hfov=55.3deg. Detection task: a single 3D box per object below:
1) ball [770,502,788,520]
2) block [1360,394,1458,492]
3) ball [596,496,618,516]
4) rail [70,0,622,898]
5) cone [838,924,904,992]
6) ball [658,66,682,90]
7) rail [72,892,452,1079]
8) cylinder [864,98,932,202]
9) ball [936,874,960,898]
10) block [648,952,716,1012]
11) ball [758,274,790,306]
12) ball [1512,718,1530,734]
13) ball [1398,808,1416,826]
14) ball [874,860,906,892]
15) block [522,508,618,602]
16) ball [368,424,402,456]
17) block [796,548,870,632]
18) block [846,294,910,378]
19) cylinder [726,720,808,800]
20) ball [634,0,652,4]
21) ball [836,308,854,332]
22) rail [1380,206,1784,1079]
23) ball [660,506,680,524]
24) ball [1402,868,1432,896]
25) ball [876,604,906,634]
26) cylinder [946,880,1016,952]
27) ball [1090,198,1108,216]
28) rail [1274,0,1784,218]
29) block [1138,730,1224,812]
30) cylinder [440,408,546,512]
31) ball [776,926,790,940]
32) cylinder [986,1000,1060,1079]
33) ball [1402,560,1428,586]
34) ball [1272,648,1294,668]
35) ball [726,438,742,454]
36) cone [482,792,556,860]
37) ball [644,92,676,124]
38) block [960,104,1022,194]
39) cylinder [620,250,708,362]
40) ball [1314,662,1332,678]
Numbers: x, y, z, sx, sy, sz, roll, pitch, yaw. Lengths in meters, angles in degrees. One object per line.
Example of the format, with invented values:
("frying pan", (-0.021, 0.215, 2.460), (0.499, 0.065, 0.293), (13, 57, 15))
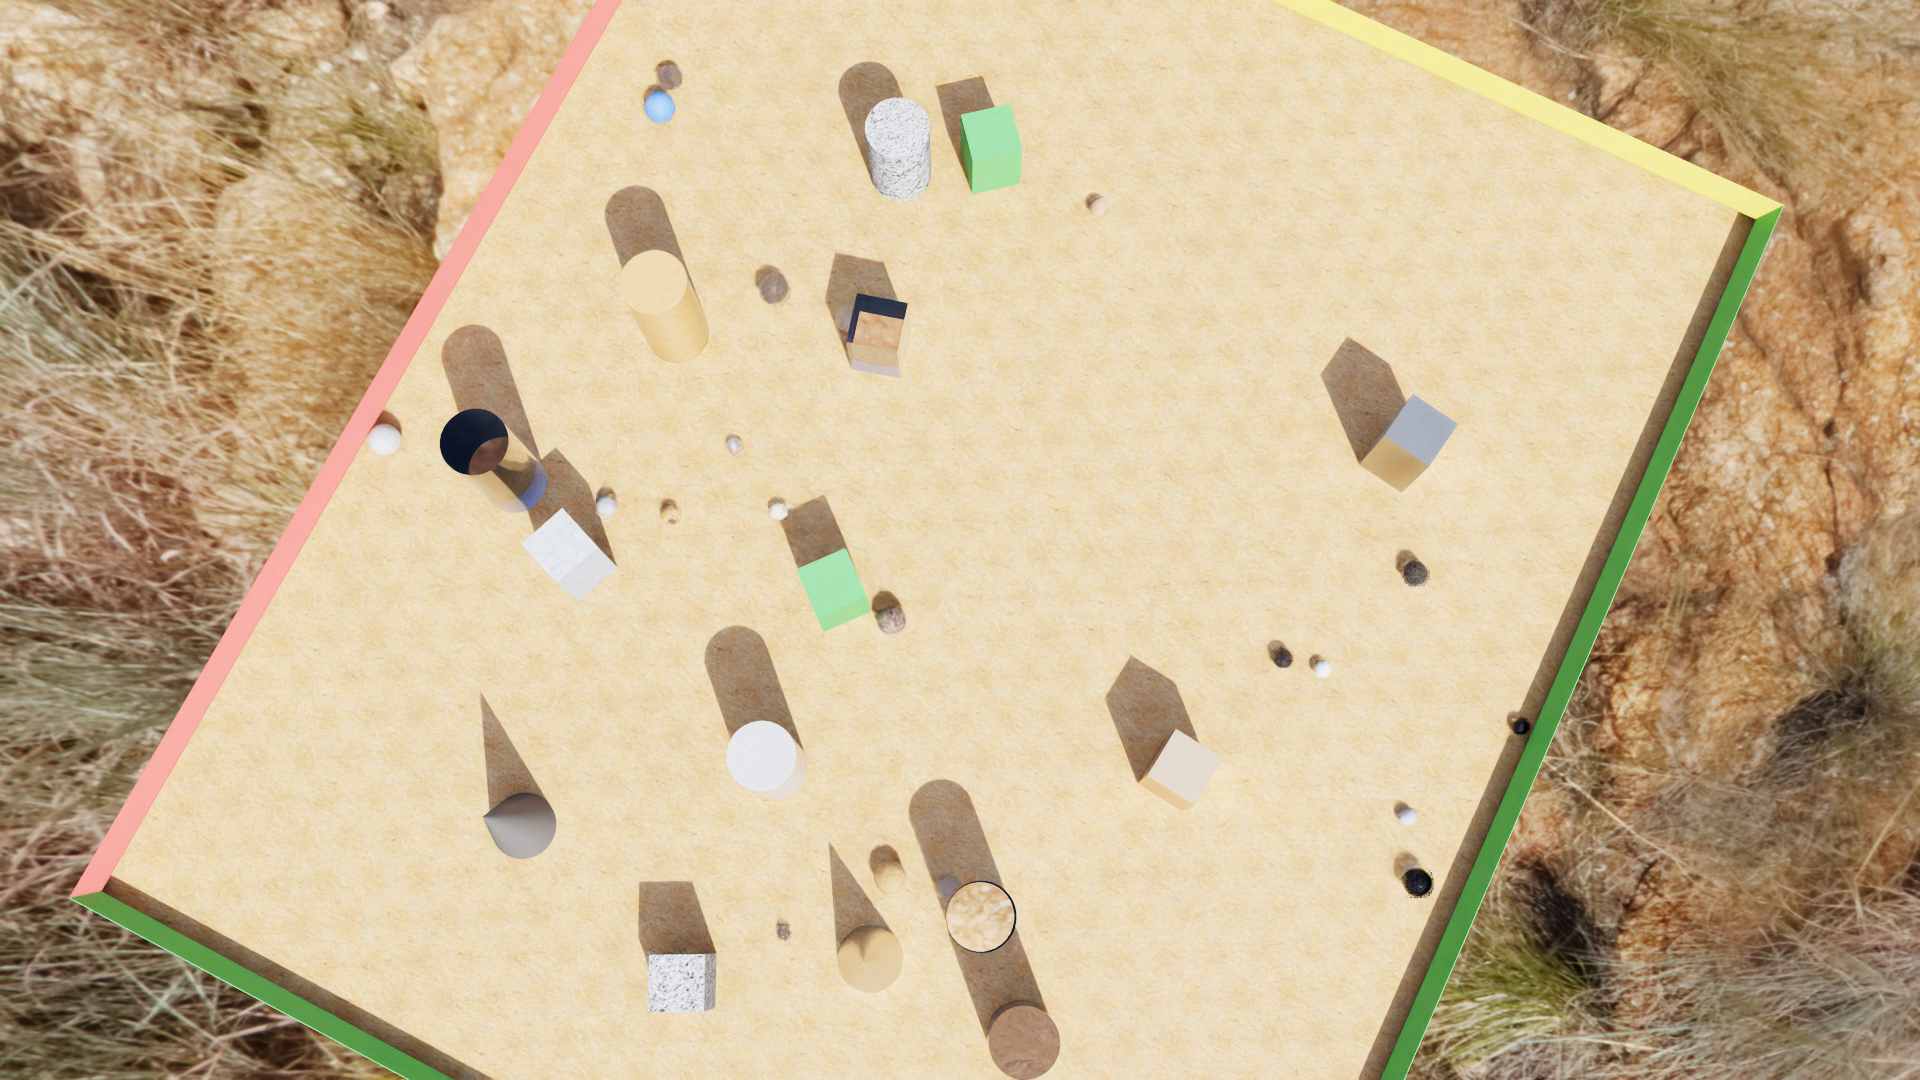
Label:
("ball", (-0.555, -0.087, 5.607), (0.054, 0.054, 0.054), (0, 78, 0))
("block", (1.342, -0.285, 5.500), (0.156, 0.344, 0.156), (35, 80, 7))
("ball", (-1.079, -0.105, 5.606), (0.064, 0.064, 0.064), (0, 78, 0))
("rail", (-1.607, -0.780, 5.712), (0.045, 0.127, 4.187), (26, 80, 5))
("cone", (-0.262, 1.185, 5.164), (0.195, 0.406, 0.195), (0, 78, 0))
("ball", (-0.930, -1.484, 5.883), (0.079, 0.079, 0.079), (0, 78, 0))
("rail", (-0.926, 1.820, 5.174), (3.642, 0.127, 0.045), (26, 80, 5))
("cylinder", (-0.189, -1.209, 5.693), (0.195, 0.340, 0.195), (0, 78, 0))
("ball", (-0.037, 1.012, 5.372), (0.068, 0.068, 0.068), (0, 78, 0))
("block", (-0.790, 1.261, 5.230), (0.156, 0.246, 0.156), (-1, 78, 0))
("ball", (-0.582, -0.783, 5.730), (0.096, 0.096, 0.096), (0, 78, 0))
("ball", (1.675, 0.557, 5.476), (0.050, 0.050, 0.050), (0, 78, 0))
("ball", (1.324, 0.820, 5.421), (0.051, 0.051, 0.051), (0, 78, 0))
("ball", (-0.206, 0.986, 5.366), (0.092, 0.092, 0.092), (0, 78, 0))
("block", (-1.157, 0.047, 5.446), (0.156, 0.315, 0.156), (-42, 81, -8))
("ball", (-1.768, -0.310, 5.631), (0.098, 0.098, 0.098), (0, 78, 0))
("block", (-0.374, 0.152, 5.450), (0.156, 0.265, 0.156), (-23, 79, -5))
("block", (-0.248, -0.622, 5.605), (0.156, 0.274, 0.156), (11, 79, 2))
("cylinder", (-0.552, 0.640, 5.283), (0.195, 0.393, 0.195), (0, 78, 0))
("ball", (-1.030, -1.778, 5.943), (0.082, 0.082, 0.082), (0, 78, 0))
("ball", (-0.351, -0.688, 5.720), (0.076, 0.076, 0.076), (0, 78, 0))
("rail", (1.607, 0.794, 5.386), (0.045, 0.127, 4.187), (26, 80, 5))
("ball", (-0.887, -0.076, 5.602), (0.058, 0.058, 0.058), (0, 78, 0))
("ball", (1.339, 1.002, 5.366), (0.085, 0.085, 0.085), (0, 78, 0))
("ball", (-0.207, 0.239, 5.521), (0.090, 0.090, 0.090), (0, 78, 0))
("cylinder", (0.058, 1.071, 5.210), (0.195, 0.362, 0.195), (0, 78, 0))
("ball", (0.438, -1.055, 5.805), (0.058, 0.058, 0.058), (0, 78, 0))
("rail", (0.926, -1.806, 5.925), (3.642, 0.127, 0.045), (26, 80, 5))
("block", (0.637, 0.672, 5.324), (0.156, 0.302, 0.156), (32, 80, 6))
("cylinder", (-1.372, -0.228, 5.415), (0.195, 0.488, 0.195), (0, 78, 0))
("ball", (-0.515, 1.150, 5.358), (0.040, 0.040, 0.040), (0, 78, 0))
("cylinder", (0.175, 1.399, 5.143), (0.195, 0.359, 0.195), (0, 78, 0))
("ball", (1.380, 0.100, 5.558), (0.075, 0.075, 0.075), (0, 78, 0))
("ball", (0.971, 0.357, 5.512), (0.060, 0.060, 0.060), (0, 78, 0))
("ball", (-0.695, -0.288, 5.650), (0.052, 0.052, 0.052), (0, 78, 0))
("cone", (-1.296, 0.800, 5.204), (0.195, 0.483, 0.195), (0, 78, 0))
("ball", (-0.958, -1.380, 5.853), (0.097, 0.097, 0.097), (0, 78, 0))
("block", (0.097, -1.220, 5.735), (0.156, 0.262, 0.156), (-13, 79, -3))
("cylinder", (-0.885, -0.697, 5.521), (0.195, 0.470, 0.195), (0, 78, 0))
("ball", (1.090, 0.390, 5.510), (0.050, 0.050, 0.050), (0, 78, 0))
